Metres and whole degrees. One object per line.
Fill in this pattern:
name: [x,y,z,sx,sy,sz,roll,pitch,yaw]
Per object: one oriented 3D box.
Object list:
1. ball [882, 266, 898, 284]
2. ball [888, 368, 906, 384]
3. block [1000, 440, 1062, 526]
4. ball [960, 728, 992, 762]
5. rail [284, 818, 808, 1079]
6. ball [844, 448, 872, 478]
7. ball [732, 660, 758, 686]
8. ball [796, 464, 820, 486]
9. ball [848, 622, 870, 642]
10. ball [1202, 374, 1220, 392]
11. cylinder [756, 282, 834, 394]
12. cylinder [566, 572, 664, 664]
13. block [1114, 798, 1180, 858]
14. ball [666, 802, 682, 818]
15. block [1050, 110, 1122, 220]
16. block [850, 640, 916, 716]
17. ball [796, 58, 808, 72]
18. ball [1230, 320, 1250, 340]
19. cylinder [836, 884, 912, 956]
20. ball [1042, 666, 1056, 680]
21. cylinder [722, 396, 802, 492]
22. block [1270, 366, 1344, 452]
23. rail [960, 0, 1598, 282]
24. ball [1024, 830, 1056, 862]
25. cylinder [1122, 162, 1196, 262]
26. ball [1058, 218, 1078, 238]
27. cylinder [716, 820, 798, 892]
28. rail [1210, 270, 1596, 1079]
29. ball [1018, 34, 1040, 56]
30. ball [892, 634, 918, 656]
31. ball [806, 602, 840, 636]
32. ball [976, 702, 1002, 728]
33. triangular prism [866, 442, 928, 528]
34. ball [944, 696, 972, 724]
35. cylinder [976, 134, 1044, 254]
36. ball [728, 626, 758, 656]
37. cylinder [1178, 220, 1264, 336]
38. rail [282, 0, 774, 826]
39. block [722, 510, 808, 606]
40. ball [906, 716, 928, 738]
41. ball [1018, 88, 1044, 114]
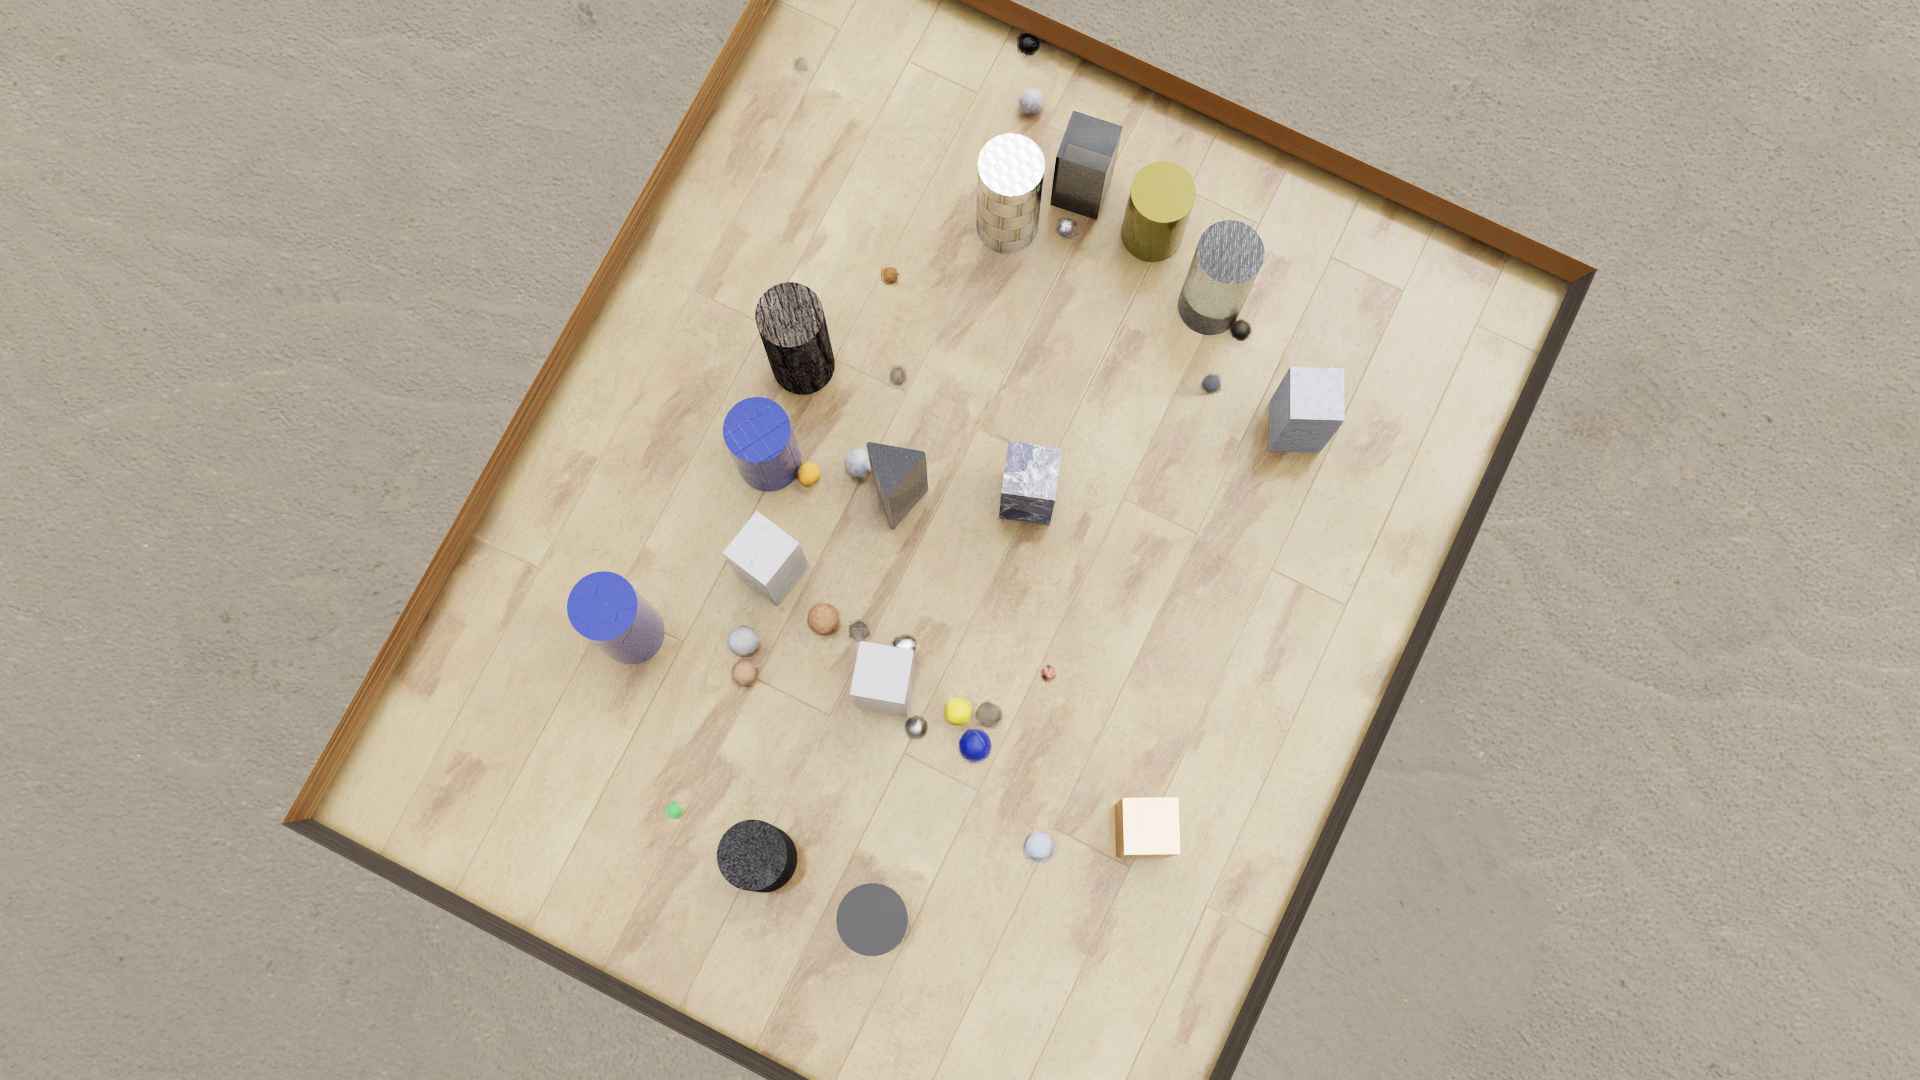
ball: [-0.219,-0.833,5.764,0.050,0.050,0.050,0,78,0]
ball: [-0.194,-0.509,5.694,0.054,0.054,0.054,0,78,0]
block: [0.208,-0.167,5.477,0.157,0.340,0.157,8,78,2]
ball: [0.046,0.608,5.441,0.097,0.097,0.097,0,78,0]
rail: [-0.723,1.422,5.256,2.765,0.128,0.045,26,80,5]
ball: [-0.309,-0.235,5.619,0.092,0.092,0.092,0,78,0]
ball: [-0.646,0.399,5.495,0.076,0.076,0.076,0,78,0]
ball: [-0.465,-0.200,5.621,0.072,0.072,0.072,0,78,0]
ball: [-0.304,0.276,5.528,0.061,0.061,0.061,0,78,0]
ball: [0.779,-0.486,5.688,0.056,0.056,0.056,0,78,0]
cylinder: [-0.490,-0.598,5.493,0.196,0.484,0.196,0,78,0]
cylinder: [-0.994,0.232,5.324,0.196,0.478,0.196,0,78,0]
block: [0.539,0.834,5.301,0.157,0.279,0.157,-1,78,0]
ball: [-0.846,0.800,5.427,0.047,0.047,0.047,0,78,0]
block: [0.387,-1.153,5.663,0.157,0.376,0.157,19,79,4]
block: [-0.222,0.409,5.368,0.157,0.321,0.157,10,78,2]
ball: [-0.510,-1.532,5.911,0.044,0.044,0.044,0,78,0]
ball: [0.876,-0.654,5.719,0.064,0.064,0.064,0,78,0]
cylinder: [-0.240,1.076,5.194,0.196,0.391,0.196,0,78,0]
ball: [0.266,0.401,5.512,0.043,0.043,0.043,0,78,0]
cylinder: [-0.589,-0.282,5.486,0.196,0.369,0.196,0,78,0]
block: [1.039,-0.388,5.507,0.157,0.371,0.157,2,78,0]
rail: [0.723,-1.409,5.842,2.765,0.128,0.045,26,80,5]
ball: [0.234,0.899,5.384,0.091,0.091,0.091,0,78,0]
cylinder: [0.610,-1.009,5.654,0.196,0.336,0.196,0,78,0]
ball: [0.340,-0.985,5.788,0.063,0.063,0.063,0,78,0]
cylinder: [-0.579,0.910,5.262,0.196,0.325,0.196,0,78,0]
rail: [1.215,0.602,5.426,0.045,0.128,3.279,26,80,5]
ball: [0.222,-1.599,5.913,0.067,0.067,0.067,0,78,0]
ball: [-0.166,0.322,5.507,0.084,0.084,0.084,0,78,0]
ball: [-0.412,0.238,5.517,0.098,0.098,0.098,0,78,0]
ball: [0.085,0.522,5.469,0.078,0.078,0.078,0,78,0]
triangular prism: [-0.209,-0.187,5.432,0.147,0.437,0.170,40,81,8]
ball: [-0.007,0.510,5.469,0.083,0.083,0.083,0,78,0]
cylinder: [0.150,-1.051,5.594,0.196,0.471,0.196,0,78,0]
ball: [-0.651,0.303,5.508,0.090,0.090,0.090,0,78,0]
cylinder: [0.784,-0.786,5.538,0.196,0.472,0.196,0,78,0]
rail: [-1.215,-0.588,5.672,0.045,0.128,3.279,26,80,5]
block: [-0.570,0.059,5.423,0.157,0.355,0.157,37,81,7]
ball: [-0.129,0.557,5.466,0.068,0.068,0.068,0,78,0]
ball: [0.227,-1.404,5.866,0.081,0.081,0.081,0,78,0]
